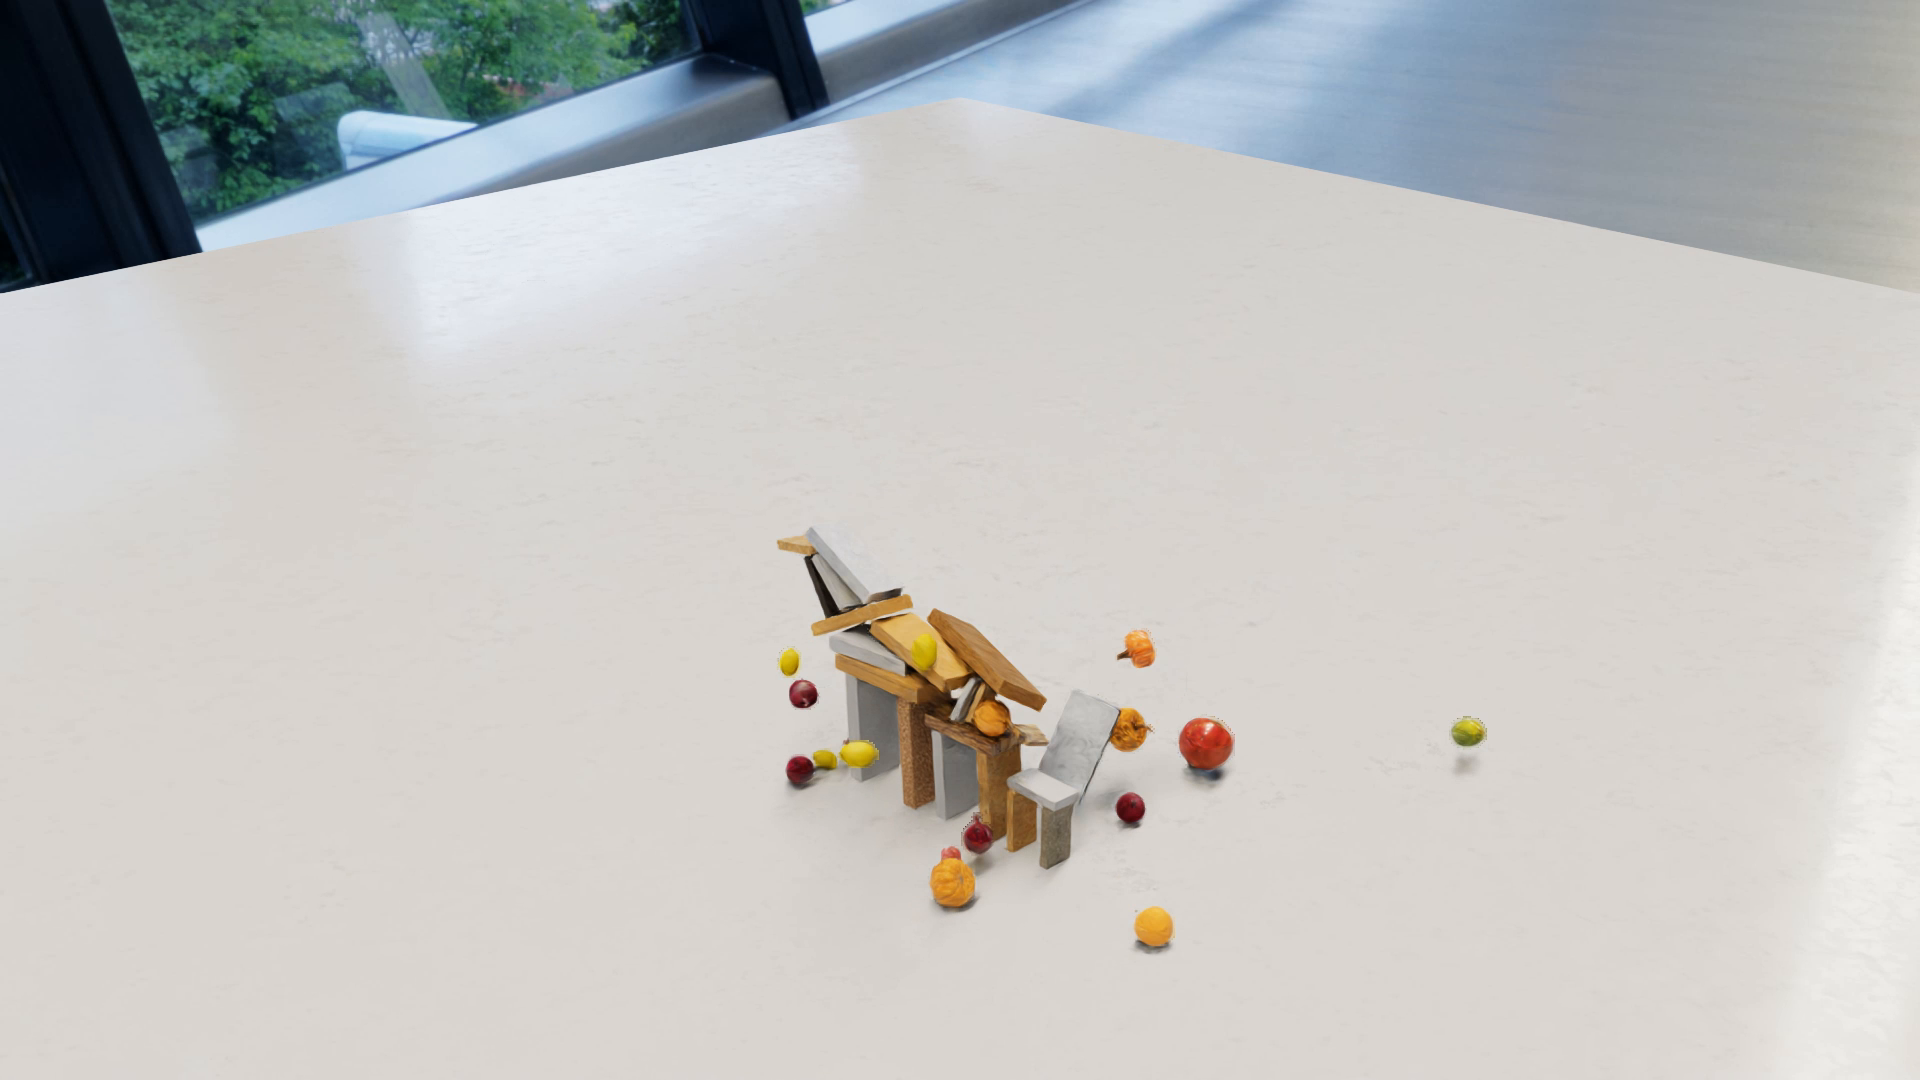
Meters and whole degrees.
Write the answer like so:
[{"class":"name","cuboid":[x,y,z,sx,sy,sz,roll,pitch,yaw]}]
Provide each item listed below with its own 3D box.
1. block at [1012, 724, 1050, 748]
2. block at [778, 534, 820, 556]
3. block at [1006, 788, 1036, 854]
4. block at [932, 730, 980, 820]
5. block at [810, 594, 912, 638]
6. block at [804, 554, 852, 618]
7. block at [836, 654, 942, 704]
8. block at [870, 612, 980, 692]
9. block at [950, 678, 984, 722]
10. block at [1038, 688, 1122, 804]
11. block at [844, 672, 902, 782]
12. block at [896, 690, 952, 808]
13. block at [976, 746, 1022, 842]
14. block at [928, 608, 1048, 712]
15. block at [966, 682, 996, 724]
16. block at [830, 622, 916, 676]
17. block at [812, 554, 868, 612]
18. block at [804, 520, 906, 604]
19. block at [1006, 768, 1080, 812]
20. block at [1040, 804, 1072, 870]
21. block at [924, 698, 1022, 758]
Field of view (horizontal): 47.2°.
[{"class":"block","cuboid":[0.138,0.382,4.288,0.046,0.013,0.093,51,17,22]},{"class":"block","cuboid":[-0.323,0.010,4.656,0.068,0.019,0.136,-13,12,-31]},{"class":"block","cuboid":[0.121,0.541,4.315,0.019,0.133,0.067,21,31,40]},{"class":"block","cuboid":[-0.009,0.457,4.435,0.096,0.192,0.027,-21,27,-41]},{"class":"block","cuboid":[-0.204,0.156,4.553,0.204,0.029,0.102,-19,-2,44]},{"class":"block","cuboid":[-0.272,0.091,4.608,0.068,0.136,0.019,-15,-9,-39]},{"class":"block","cuboid":[-0.128,0.263,4.475,0.240,0.034,0.120,20,30,41]},{"class":"block","cuboid":[-0.065,0.223,4.408,0.102,0.029,0.260,-10,31,-36]},{"class":"block","cuboid":[0.017,0.314,4.310,0.013,0.093,0.046,34,13,33]},{"class":"block","cuboid":[0.235,0.414,4.421,0.104,0.209,0.030,25,6,13]},{"class":"block","cuboid":[-0.177,0.371,4.578,0.034,0.240,0.120,18,29,42]},{"class":"block","cuboid":[-0.066,0.414,4.476,0.120,0.240,0.034,-21,27,-41]},{"class":"block","cuboid":[0.081,0.492,4.353,0.027,0.192,0.096,16,27,43]},{"class":"block","cuboid":[0.049,0.235,4.365,0.104,0.030,0.392,25,8,-28]},{"class":"block","cuboid":[0.046,0.317,4.319,0.046,0.093,0.013,-5,35,-48]},{"class":"block","cuboid":[-0.156,0.222,4.488,0.204,0.029,0.102,17,26,37]},{"class":"block","cuboid":[-0.248,0.084,4.578,0.068,0.019,0.136,-12,62,-40]},{"class":"block","cuboid":[-0.218,0.045,4.559,0.104,0.030,0.209,-11,51,-49]},{"class":"block","cuboid":[0.161,0.482,4.258,0.067,0.019,0.133,-19,29,-38]},{"class":"block","cuboid":[0.186,0.565,4.257,0.019,0.133,0.067,23,31,40]},{"class":"block","cuboid":[0.030,0.371,4.358,0.096,0.027,0.192,-21,31,-40]}]
